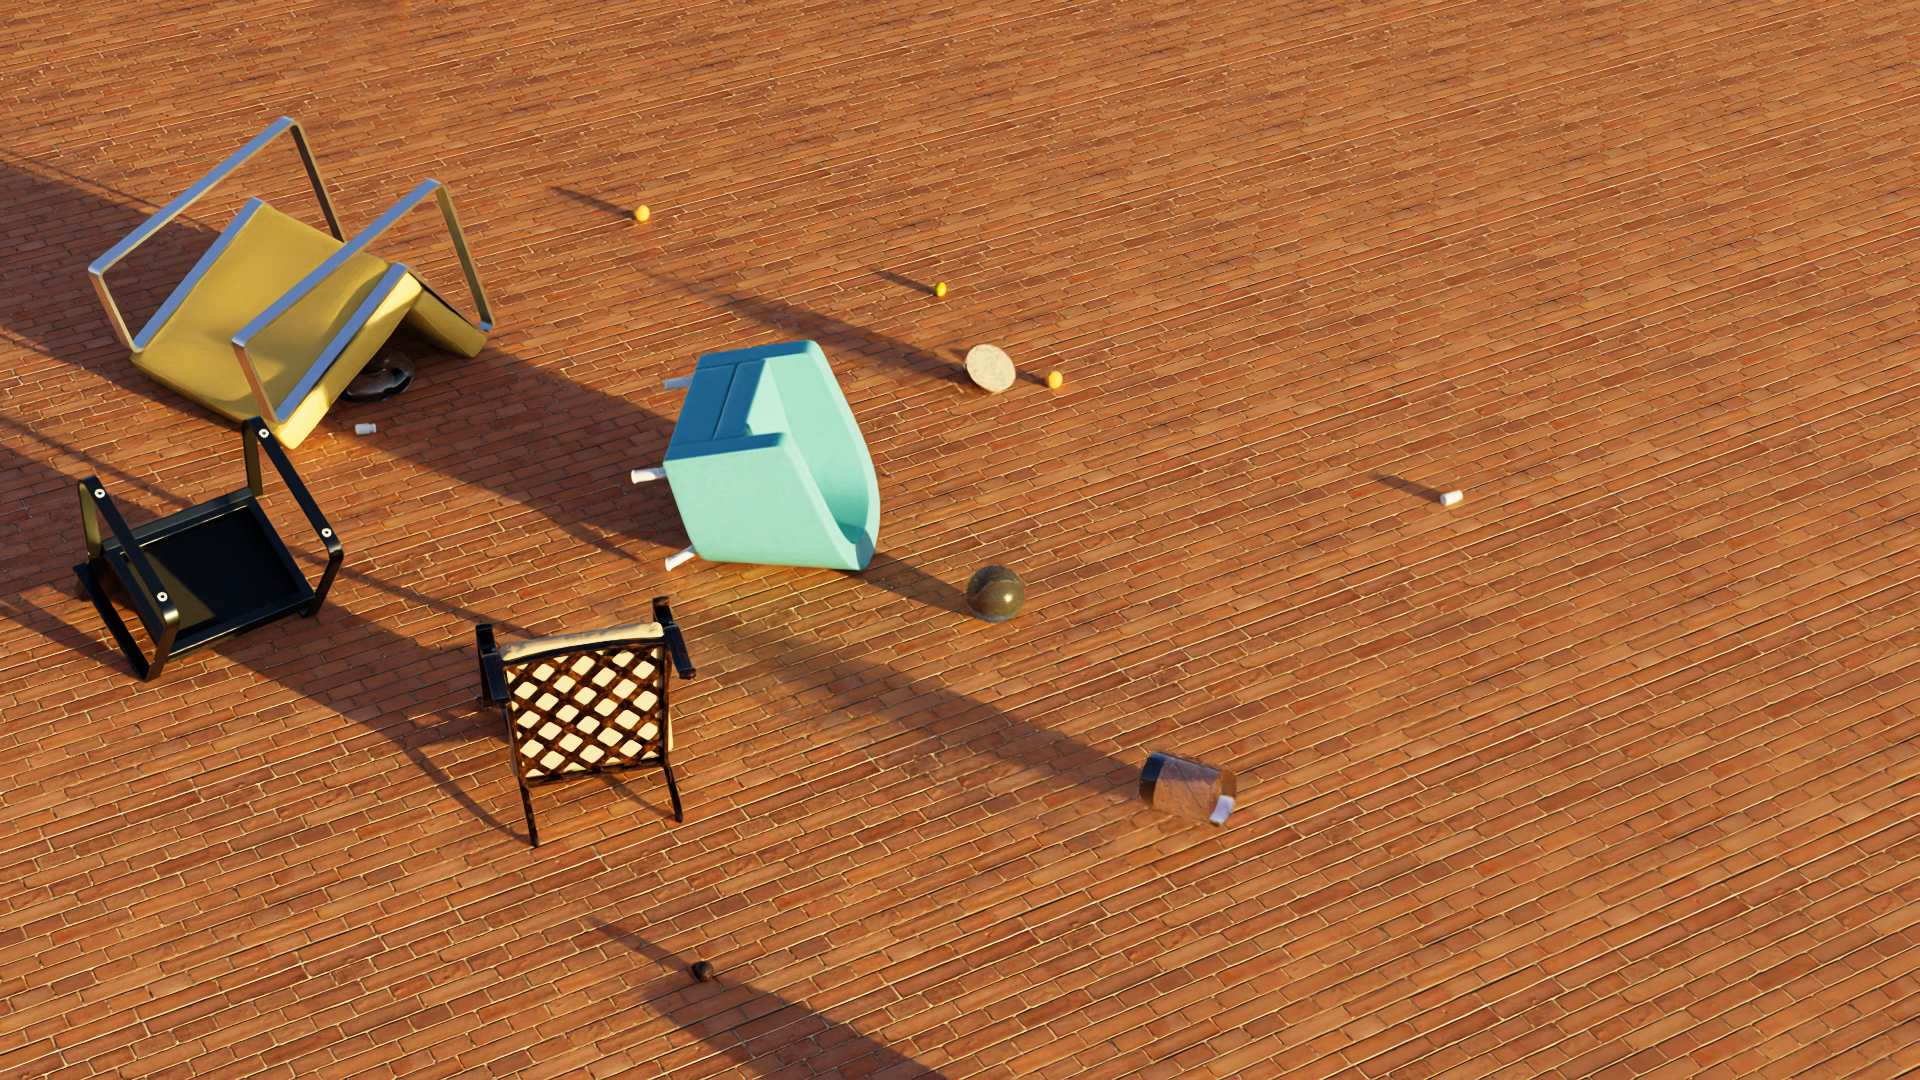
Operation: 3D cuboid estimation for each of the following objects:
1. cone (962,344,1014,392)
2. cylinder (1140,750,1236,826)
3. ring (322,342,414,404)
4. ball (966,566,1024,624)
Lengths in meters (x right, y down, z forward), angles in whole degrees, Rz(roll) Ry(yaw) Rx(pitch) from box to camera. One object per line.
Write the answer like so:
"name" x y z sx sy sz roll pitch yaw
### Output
"cone" 0.066 -0.699 11.920 0.242 0.172 0.223 28 -11 -30
"cylinder" 0.739 0.804 9.494 0.234 0.189 0.306 16 -8 22
"ring" -2.396 -0.677 11.872 0.370 0.113 0.397 -6 33 -11
"ball" 0.126 0.193 10.462 0.208 0.208 0.208 0 33 0
